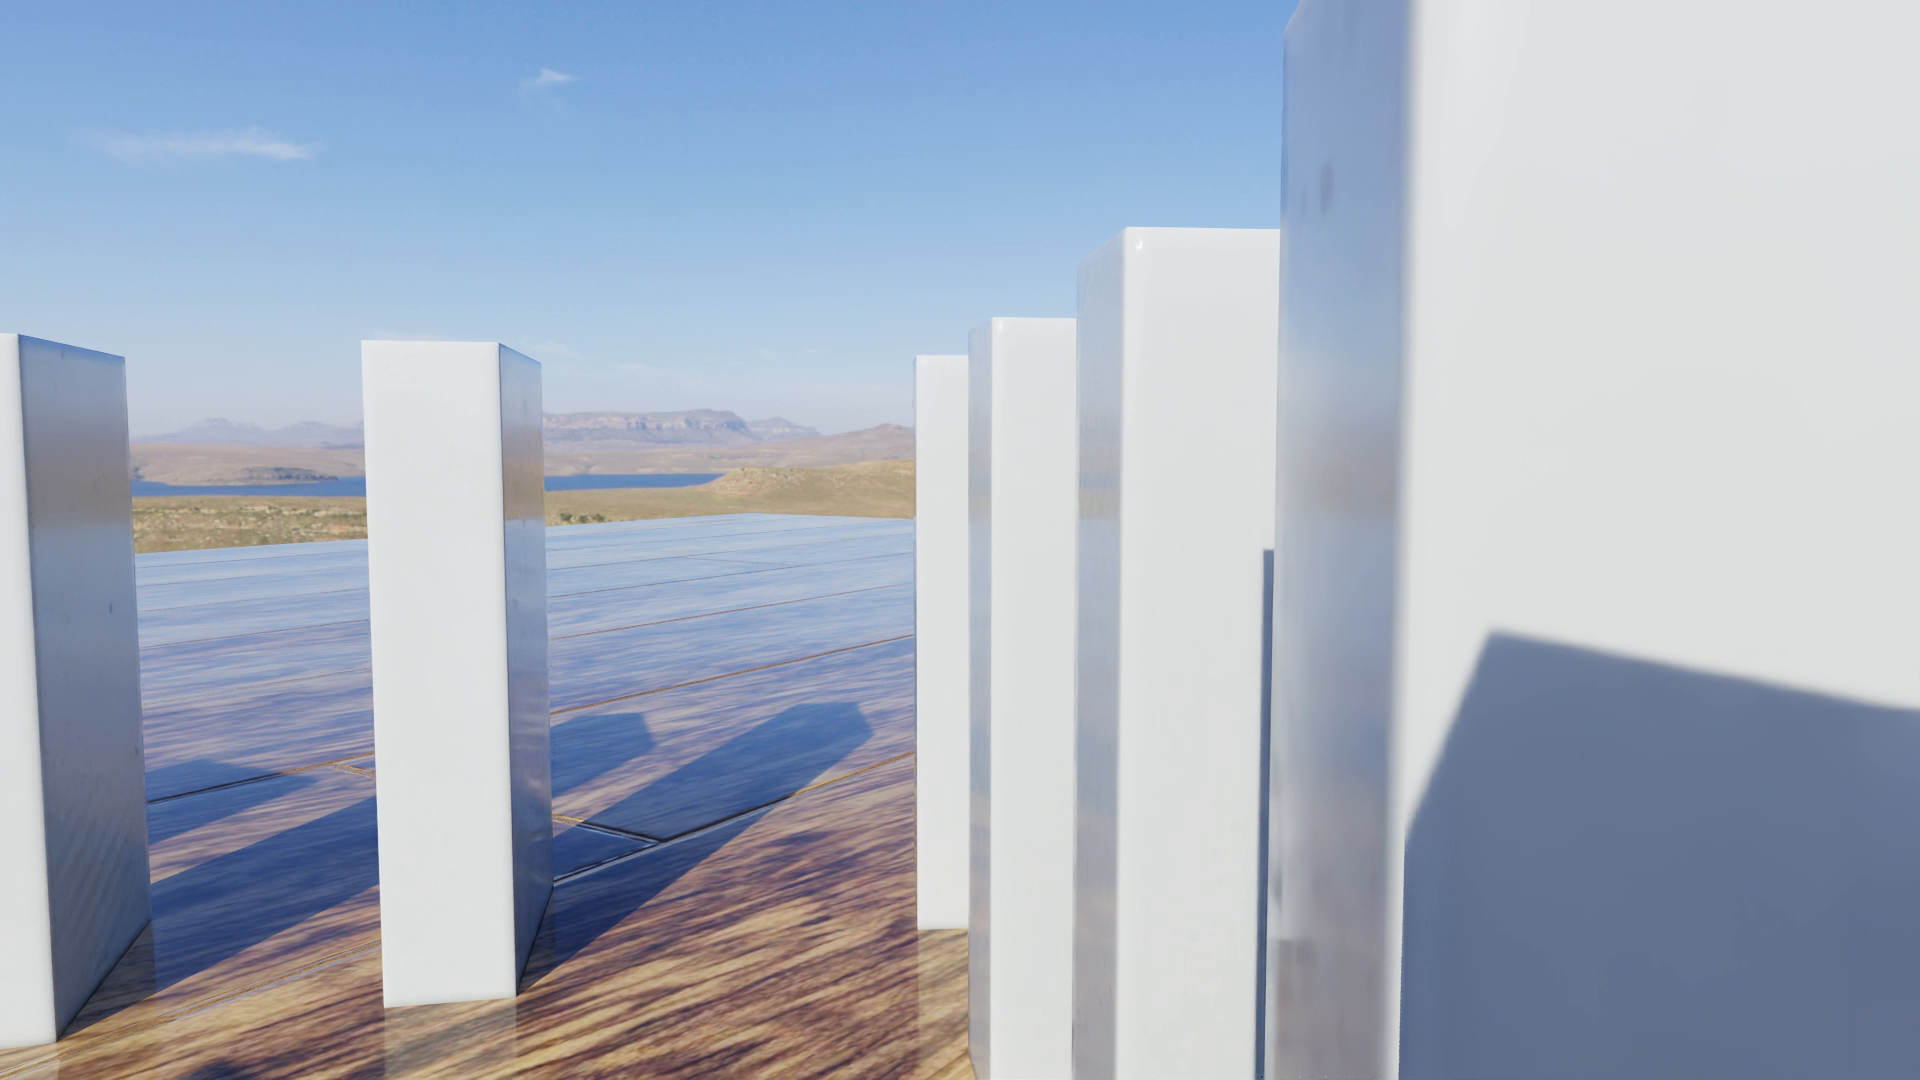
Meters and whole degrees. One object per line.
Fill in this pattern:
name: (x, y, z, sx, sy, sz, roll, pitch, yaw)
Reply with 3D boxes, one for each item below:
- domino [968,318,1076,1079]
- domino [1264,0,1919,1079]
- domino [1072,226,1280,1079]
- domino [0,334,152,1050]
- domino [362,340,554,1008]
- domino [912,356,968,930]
domino: (0.014, 0.011, 0.085, 0.025, 0.050, 0.009, -1, 4, -9)
domino: (0.018, 0.016, 0.020, 0.025, 0.050, 0.010, 0, 4, 5)
domino: (0.018, 0.014, 0.052, 0.025, 0.050, 0.010, 0, 4, -5)
domino: (-0.073, 0.010, 0.100, 0.010, 0.050, 0.025, -1, 5, -19)
domino: (-0.041, 0.009, 0.108, 0.010, 0.050, 0.025, -1, 4, -11)
domino: (0.008, 0.009, 0.116, 0.025, 0.050, 0.009, 0, 4, -4)
